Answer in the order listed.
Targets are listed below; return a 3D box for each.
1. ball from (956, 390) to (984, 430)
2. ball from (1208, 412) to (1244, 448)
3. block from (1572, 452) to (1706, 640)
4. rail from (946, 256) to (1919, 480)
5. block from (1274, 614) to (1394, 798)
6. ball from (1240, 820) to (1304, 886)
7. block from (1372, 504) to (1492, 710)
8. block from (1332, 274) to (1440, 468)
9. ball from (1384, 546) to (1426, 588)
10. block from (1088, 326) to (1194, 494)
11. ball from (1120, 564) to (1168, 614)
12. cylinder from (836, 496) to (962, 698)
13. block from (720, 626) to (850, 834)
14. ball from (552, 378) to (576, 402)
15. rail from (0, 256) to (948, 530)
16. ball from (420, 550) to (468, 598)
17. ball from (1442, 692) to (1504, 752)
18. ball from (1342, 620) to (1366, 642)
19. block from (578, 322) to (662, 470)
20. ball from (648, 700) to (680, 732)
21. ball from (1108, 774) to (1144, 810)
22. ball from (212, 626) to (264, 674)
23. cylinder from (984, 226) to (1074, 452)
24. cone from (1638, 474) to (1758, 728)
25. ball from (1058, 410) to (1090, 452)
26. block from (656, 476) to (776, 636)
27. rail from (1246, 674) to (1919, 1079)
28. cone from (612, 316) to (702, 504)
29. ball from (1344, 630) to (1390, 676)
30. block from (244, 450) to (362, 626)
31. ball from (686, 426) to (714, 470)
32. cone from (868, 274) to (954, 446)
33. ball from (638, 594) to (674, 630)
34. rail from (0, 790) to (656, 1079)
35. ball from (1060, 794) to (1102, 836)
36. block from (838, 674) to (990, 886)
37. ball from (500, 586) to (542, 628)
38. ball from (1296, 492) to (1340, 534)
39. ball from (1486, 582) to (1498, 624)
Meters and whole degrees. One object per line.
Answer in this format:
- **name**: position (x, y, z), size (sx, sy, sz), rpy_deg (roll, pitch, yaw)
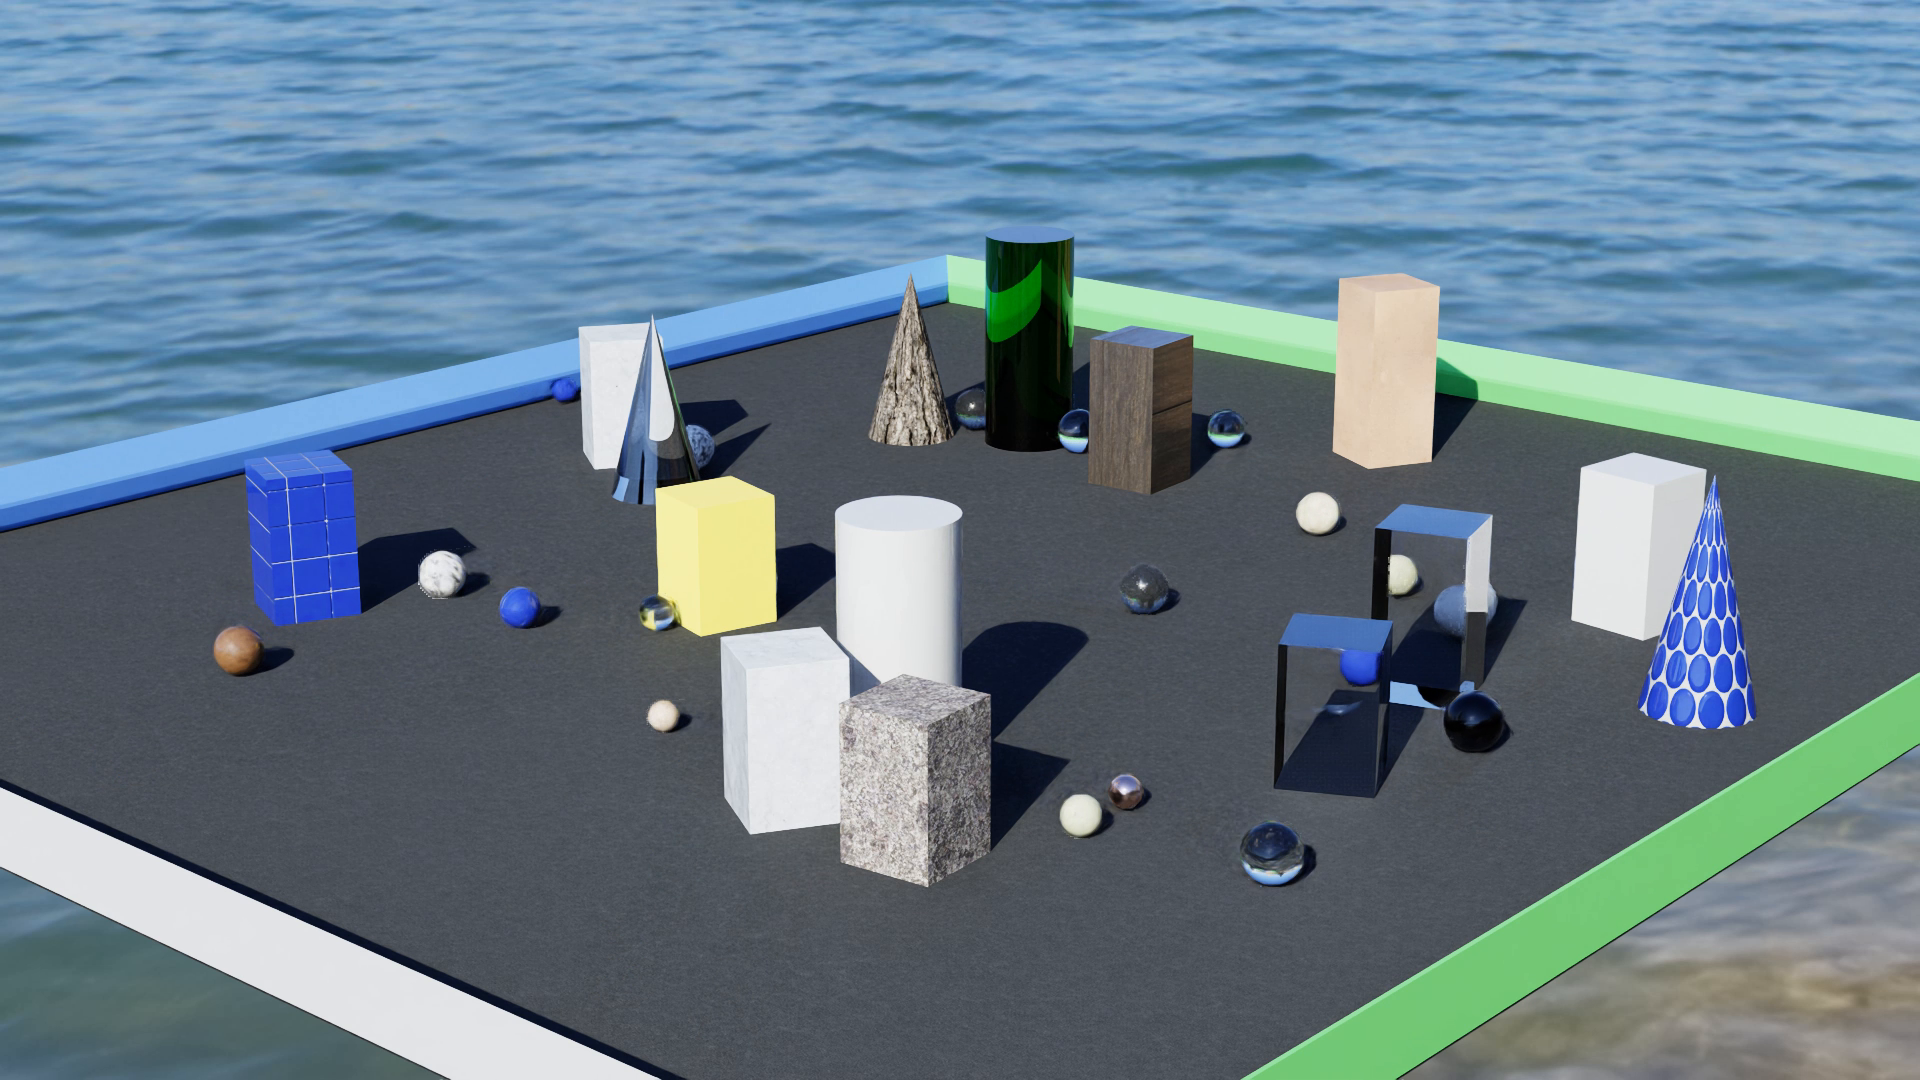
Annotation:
- **ball**: position (0.032, -0.276, 6.193), size (0.085, 0.085, 0.085), rpy_deg (0, 17, 0)
- **ball**: position (0.548, -0.228, 6.048), size (0.076, 0.076, 0.076), rpy_deg (0, 17, 0)
- **block**: position (1.142, 0.009, 4.935), size (0.146, 0.268, 0.146), rpy_deg (-14, 22, -40)
- **rail**: position (1.151, -0.354, 6.390), size (3.178, 0.119, 0.045), rpy_deg (14, 22, 39)
- **block**: position (0.543, 0.239, 4.257), size (0.146, 0.221, 0.146), rpy_deg (4, 17, 14)
- **ball**: position (0.416, 0.417, 3.904), size (0.086, 0.086, 0.086), rpy_deg (0, 17, 0)
- **block**: position (0.737, 0.105, 4.598), size (0.146, 0.280, 0.146), rpy_deg (8, 18, 24)
- **block**: position (0.862, -0.344, 5.938), size (0.146, 0.362, 0.146), rpy_deg (-7, 18, -21)
- **ball**: position (0.782, 0.048, 5.143), size (0.073, 0.073, 0.073), rpy_deg (0, 17, 0)
- **block**: position (0.356, -0.258, 5.773), size (0.146, 0.292, 0.146), rpy_deg (12, 21, 34)
- **ball**: position (0.315, 0.084, 5.006), size (0.084, 0.084, 0.084), rpy_deg (0, 17, 0)
- **cylinder**: position (-0.088, 0.149, 4.259), size (0.183, 0.392, 0.183), rpy_deg (0, 17, 0)
- **block**: position (-0.246, 0.266, 4.130), size (0.146, 0.242, 0.146), rpy_deg (-6, 18, -18)
- **ball**: position (-0.867, -0.326, 6.414), size (0.052, 0.052, 0.052), rpy_deg (0, 17, 0)
- **rail**: position (-1.182, -0.268, 6.104), size (0.045, 0.119, 3.557), rpy_deg (14, 22, 39)
- **ball**: position (-0.898, 0.059, 5.092), size (0.082, 0.082, 0.082), rpy_deg (0, 17, 0)
- **ball**: position (0.766, 0.271, 4.376), size (0.090, 0.090, 0.090), rpy_deg (0, 17, 0)
- **ball**: position (0.653, 0.153, 4.849), size (0.042, 0.042, 0.042), rpy_deg (0, 17, 0)
- **block**: position (-0.684, -0.293, 5.946), size (0.146, 0.261, 0.146), rpy_deg (-5, 17, -15)
- **ball**: position (-0.451, 0.268, 4.459), size (0.048, 0.048, 0.048), rpy_deg (0, 17, 0)
- **ball**: position (0.236, 0.357, 4.162), size (0.049, 0.049, 0.049), rpy_deg (0, 17, 0)
- **ball**: position (-1.158, 0.177, 4.706), size (0.080, 0.080, 0.080), rpy_deg (0, 17, 0)
- **cylinder**: position (0.143, -0.415, 6.048), size (0.183, 0.436, 0.183), rpy_deg (0, 17, 0)
- **cone**: position (1.147, 0.081, 4.509), size (0.183, 0.378, 0.183), rpy_deg (0, 17, 0)
- **ball**: position (0.244, -0.224, 6.012), size (0.089, 0.089, 0.089), rpy_deg (0, 17, 0)
- **block**: position (-0.412, 0.026, 4.961), size (0.146, 0.222, 0.146), rpy_deg (-11, 20, -32)
- **rail**: position (1.182, 0.327, 4.139), size (0.045, 0.119, 3.557), rpy_deg (14, 22, 39)
- **cone**: position (-0.592, -0.265, 5.686), size (0.183, 0.357, 0.183), rpy_deg (0, 17, 0)
- **ball**: position (0.652, 0.181, 4.704), size (0.072, 0.072, 0.072), rpy_deg (0, 17, 0)
- **block**: position (-1.121, -0.005, 5.003), size (0.146, 0.256, 0.146), rpy_deg (-8, 19, -26)
- **ball**: position (-0.539, -0.184, 5.879), size (0.091, 0.091, 0.091), rpy_deg (0, 17, 0)
- **cone**: position (-0.102, -0.388, 6.109), size (0.183, 0.348, 0.183), rpy_deg (0, 17, 0)
- **ball**: position (-0.509, 0.122, 4.921), size (0.060, 0.060, 0.060), rpy_deg (0, 17, 0)
- **rail**: position (-1.151, 0.414, 3.853), size (3.178, 0.119, 0.045), rpy_deg (14, 22, 39)
- **ball**: position (0.168, 0.382, 4.064), size (0.060, 0.060, 0.060), rpy_deg (0, 17, 0)
- **block**: position (-0.060, 0.323, 3.967), size (0.146, 0.229, 0.146), rpy_deg (12, 20, 33)
- **ball**: position (-0.739, 0.114, 4.932), size (0.070, 0.070, 0.070), rpy_deg (0, 17, 0)
- **ball**: position (0.665, -0.050, 5.453), size (0.080, 0.080, 0.080), rpy_deg (0, 17, 0)
- **ball**: position (0.856, 0.105, 4.924), size (0.091, 0.091, 0.091), rpy_deg (0, 17, 0)
